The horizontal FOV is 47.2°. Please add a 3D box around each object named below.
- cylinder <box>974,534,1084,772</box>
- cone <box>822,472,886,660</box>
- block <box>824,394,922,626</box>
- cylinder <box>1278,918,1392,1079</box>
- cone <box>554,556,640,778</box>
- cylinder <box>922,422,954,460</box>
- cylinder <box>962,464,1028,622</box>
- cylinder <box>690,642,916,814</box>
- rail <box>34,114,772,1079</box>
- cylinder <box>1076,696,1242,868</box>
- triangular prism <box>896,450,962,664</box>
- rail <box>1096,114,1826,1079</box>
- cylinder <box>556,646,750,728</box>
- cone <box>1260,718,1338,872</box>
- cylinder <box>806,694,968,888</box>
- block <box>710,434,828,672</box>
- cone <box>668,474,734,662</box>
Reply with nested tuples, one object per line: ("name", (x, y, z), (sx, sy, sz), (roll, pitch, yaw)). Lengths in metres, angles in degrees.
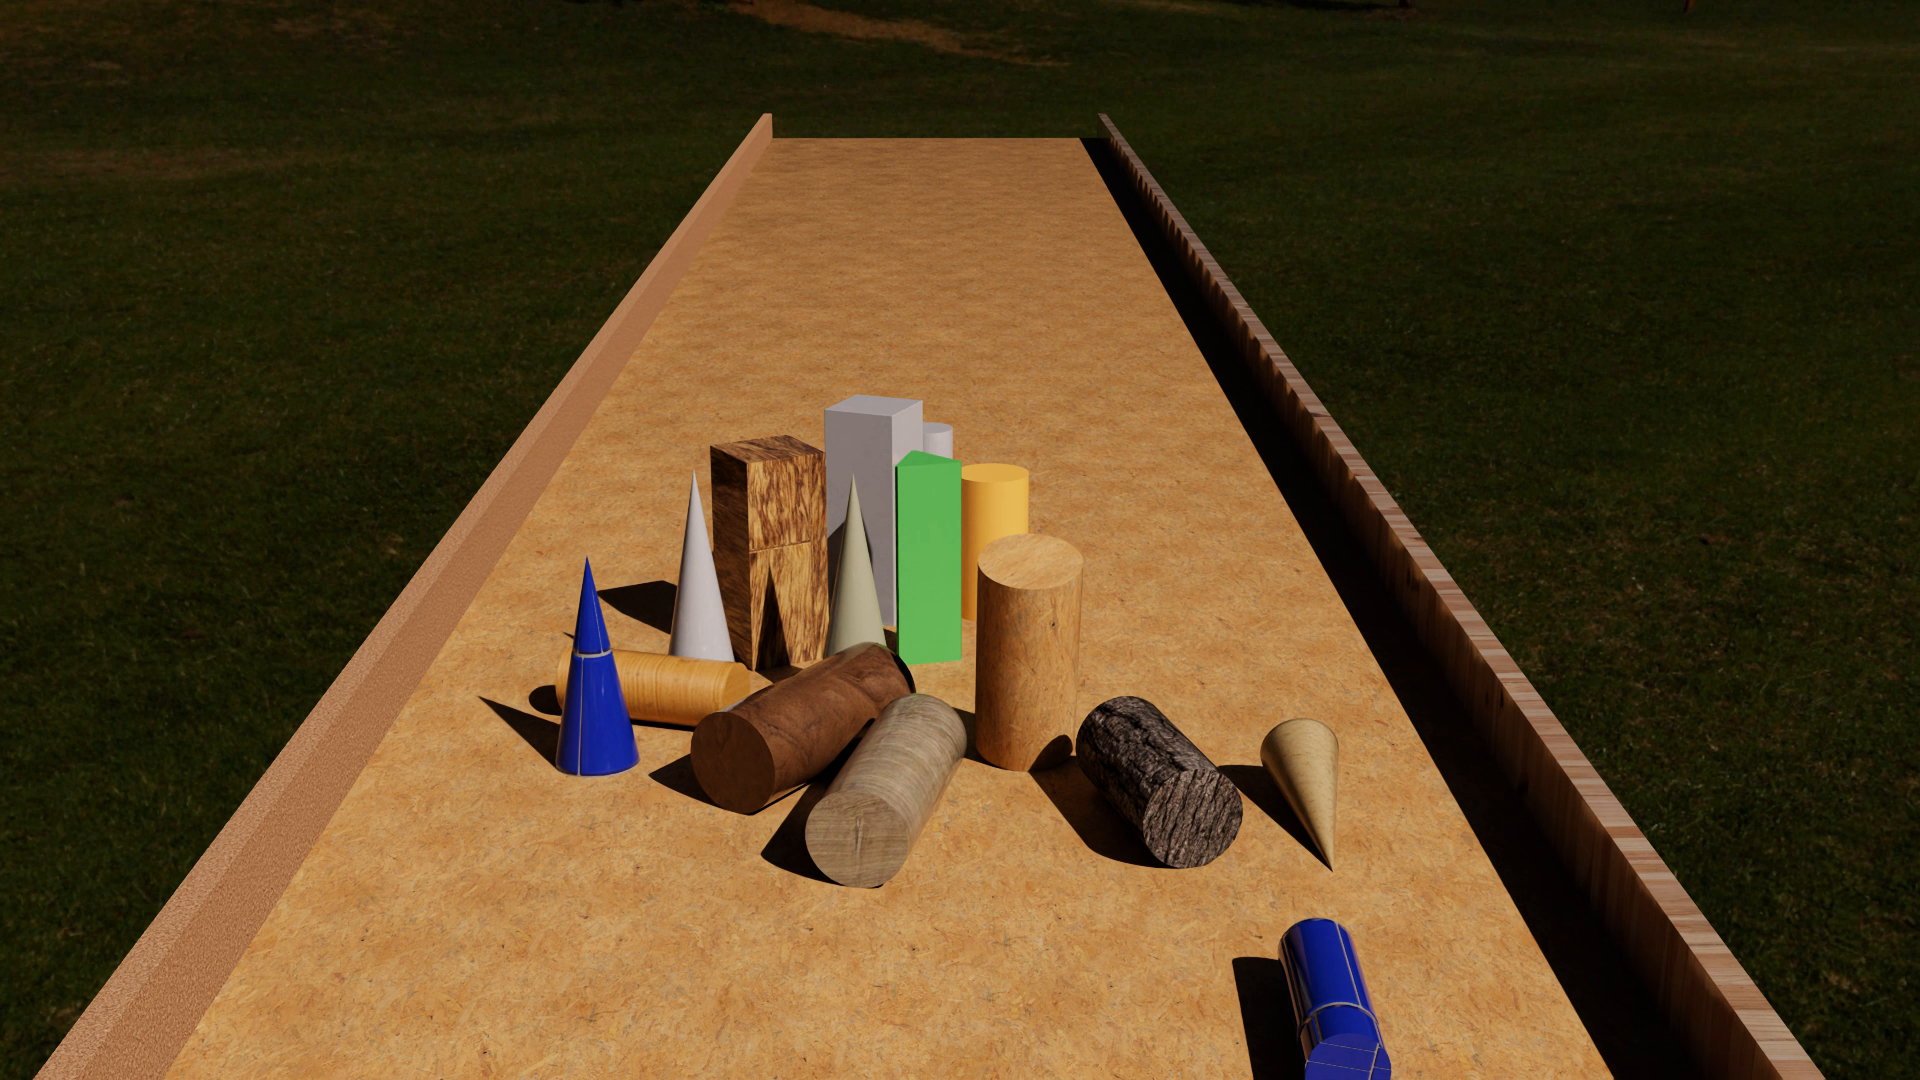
("cylinder", (0.118, 0.198, 3.837), (0.180, 0.380, 0.180), (1, 31, 0))
("cone", (-0.197, 0.094, 4.108), (0.157, 0.457, 0.157), (0, 17, 0))
("block", (-0.179, -0.064, 4.647), (0.154, 0.454, 0.154), (7, 18, 22))
("cylinder", (0.495, 0.625, 2.932), (0.109, 0.109, 0.324), (1, 17, 2))
("cone", (-0.644, 0.209, 3.851), (0.152, 0.384, 0.152), (0, 17, 0))
("cylinder", (-0.067, -0.075, 4.857), (0.104, 0.355, 0.104), (0, 17, 0))
("cylinder", (0.067, 0.005, 4.670), (0.156, 0.307, 0.156), (0, 17, 0))
("cylinder", (-0.266, 0.321, 3.834), (0.179, 0.179, 0.420), (10, 19, 31))
("rail", (-1.118, -0.838, 7.780), (0.050, 0.150, 12.000), (0, 17, -1))
("cylinder", (0.322, 0.392, 3.612), (0.168, 0.168, 0.335), (-5, 17, -15))
("triangular prism", (-0.077, 0.033, 4.396), (0.133, 0.410, 0.115), (-5, 17, -16))
("rail", (0.932, -0.844, 7.801), (0.050, 0.150, 12.000), (0, 17, -1))
("cylinder", (-0.570, 0.274, 4.082), (0.335, 0.127, 0.127), (5, 17, 17))
("cone", (0.585, 0.444, 3.618), (0.135, 0.135, 0.352), (0, 27, -1))
("cylinder", (-0.114, 0.401, 3.590), (0.164, 0.164, 0.431), (4, 17, 12))
("block", (-0.380, 0.024, 4.401), (0.170, 0.425, 0.170), (-10, 19, -29))
("cone", (-0.494, 0.084, 4.144), (0.154, 0.455, 0.154), (0, 17, 0))
